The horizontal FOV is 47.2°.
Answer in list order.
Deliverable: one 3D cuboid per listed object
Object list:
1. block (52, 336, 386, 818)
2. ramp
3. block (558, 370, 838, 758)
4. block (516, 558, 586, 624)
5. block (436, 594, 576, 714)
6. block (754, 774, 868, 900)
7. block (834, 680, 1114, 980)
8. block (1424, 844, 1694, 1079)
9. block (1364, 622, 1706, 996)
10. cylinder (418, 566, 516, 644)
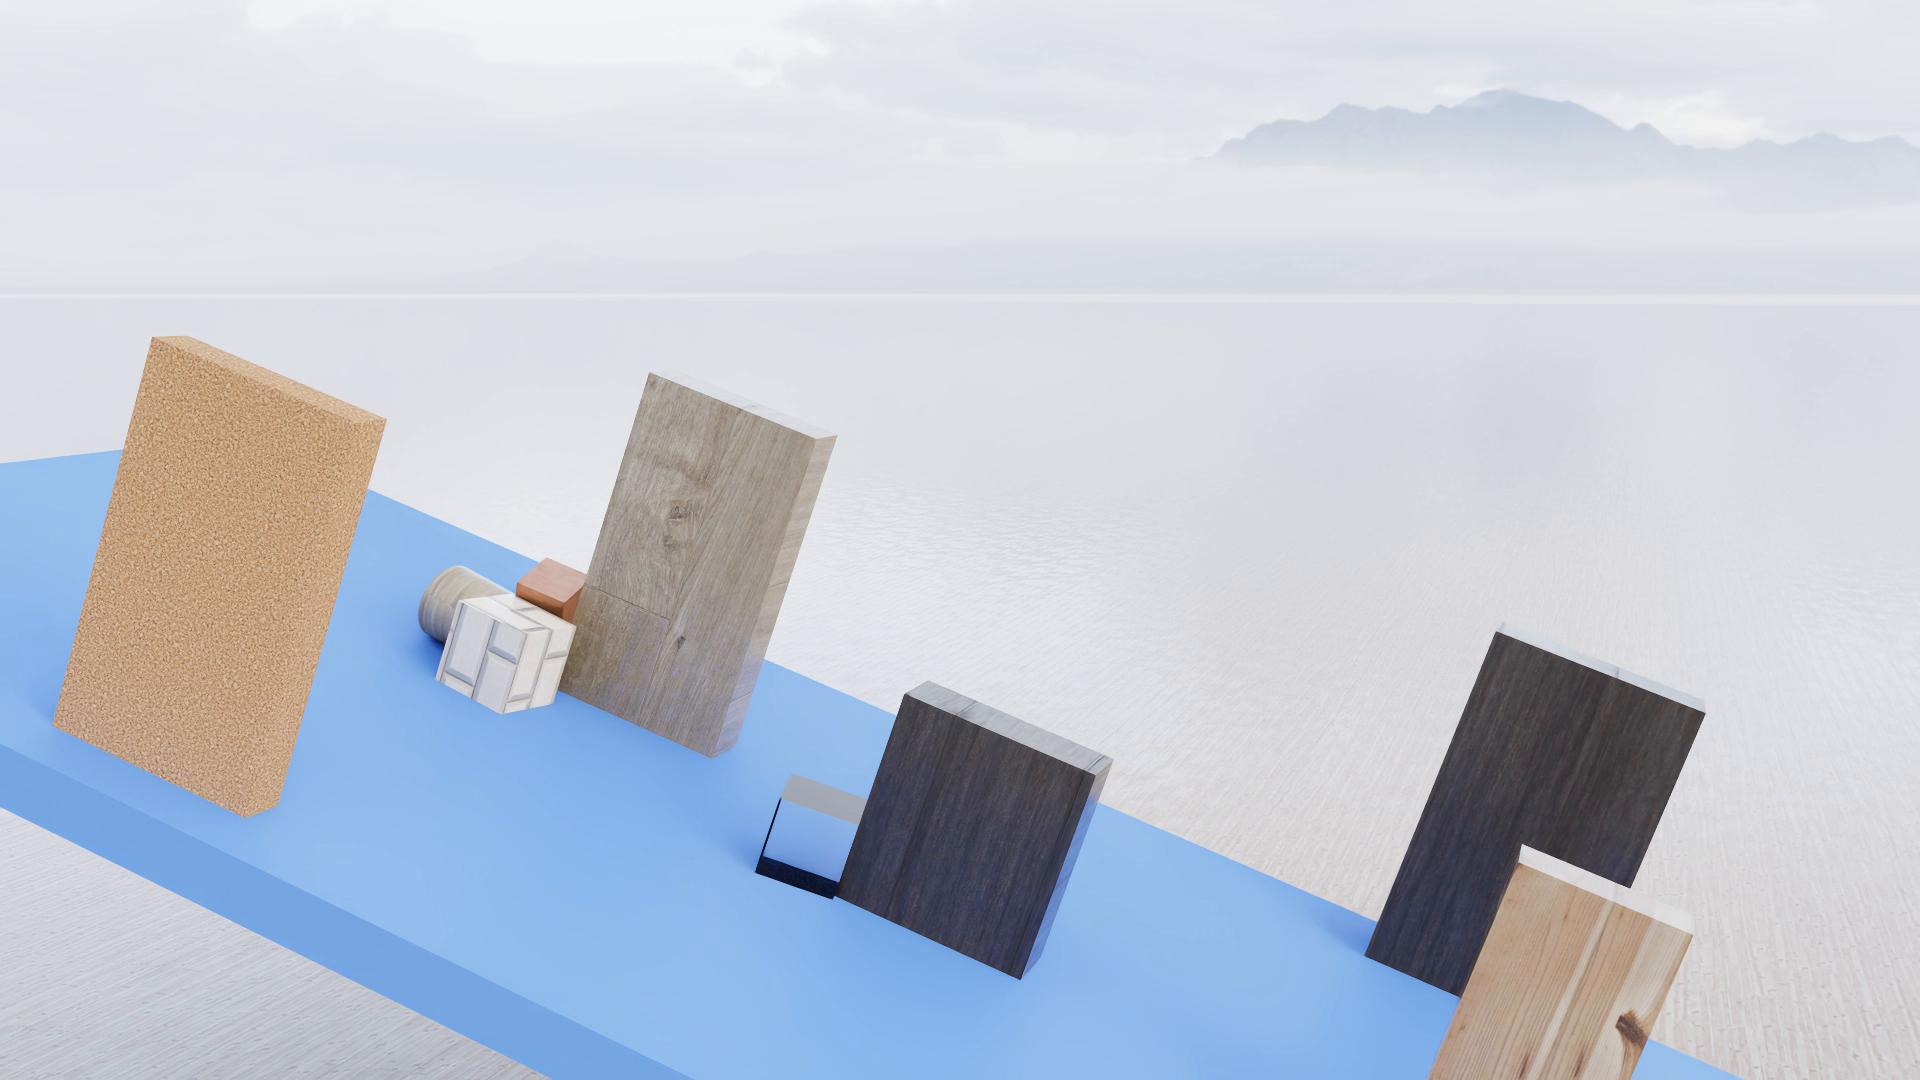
[{"bbox_3d":[-1.198,0.057,3.541,0.385,0.678,0.089,22,12,14],"label":"block"},{"bbox_3d":[-0.338,0.623,4.214,4.000,0.100,2.000,22,12,14],"label":"ramp"},{"bbox_3d":[-0.549,0.047,4.522,0.381,0.700,0.121,22,12,14],"label":"block"},{"bbox_3d":[-0.845,0.128,4.565,0.113,0.113,0.113,22,34,13],"label":"block"},{"bbox_3d":[-0.914,0.227,4.432,0.172,0.172,0.172,24,13,22],"label":"block"},{"bbox_3d":[-0.273,0.546,4.057,0.151,0.151,0.151,19,12,0],"label":"block"},{"bbox_3d":[0.024,0.523,3.998,0.375,0.407,0.137,22,12,14],"label":"block"},{"bbox_3d":[0.911,0.829,3.502,0.278,0.616,0.113,22,12,14],"label":"block"},{"bbox_3d":[1.194,0.606,4.592,0.439,0.753,0.138,22,12,14],"label":"block"},{"bbox_3d":[-1.016,0.159,4.601,0.162,0.162,0.162,25,18,26],"label":"cylinder"}]
